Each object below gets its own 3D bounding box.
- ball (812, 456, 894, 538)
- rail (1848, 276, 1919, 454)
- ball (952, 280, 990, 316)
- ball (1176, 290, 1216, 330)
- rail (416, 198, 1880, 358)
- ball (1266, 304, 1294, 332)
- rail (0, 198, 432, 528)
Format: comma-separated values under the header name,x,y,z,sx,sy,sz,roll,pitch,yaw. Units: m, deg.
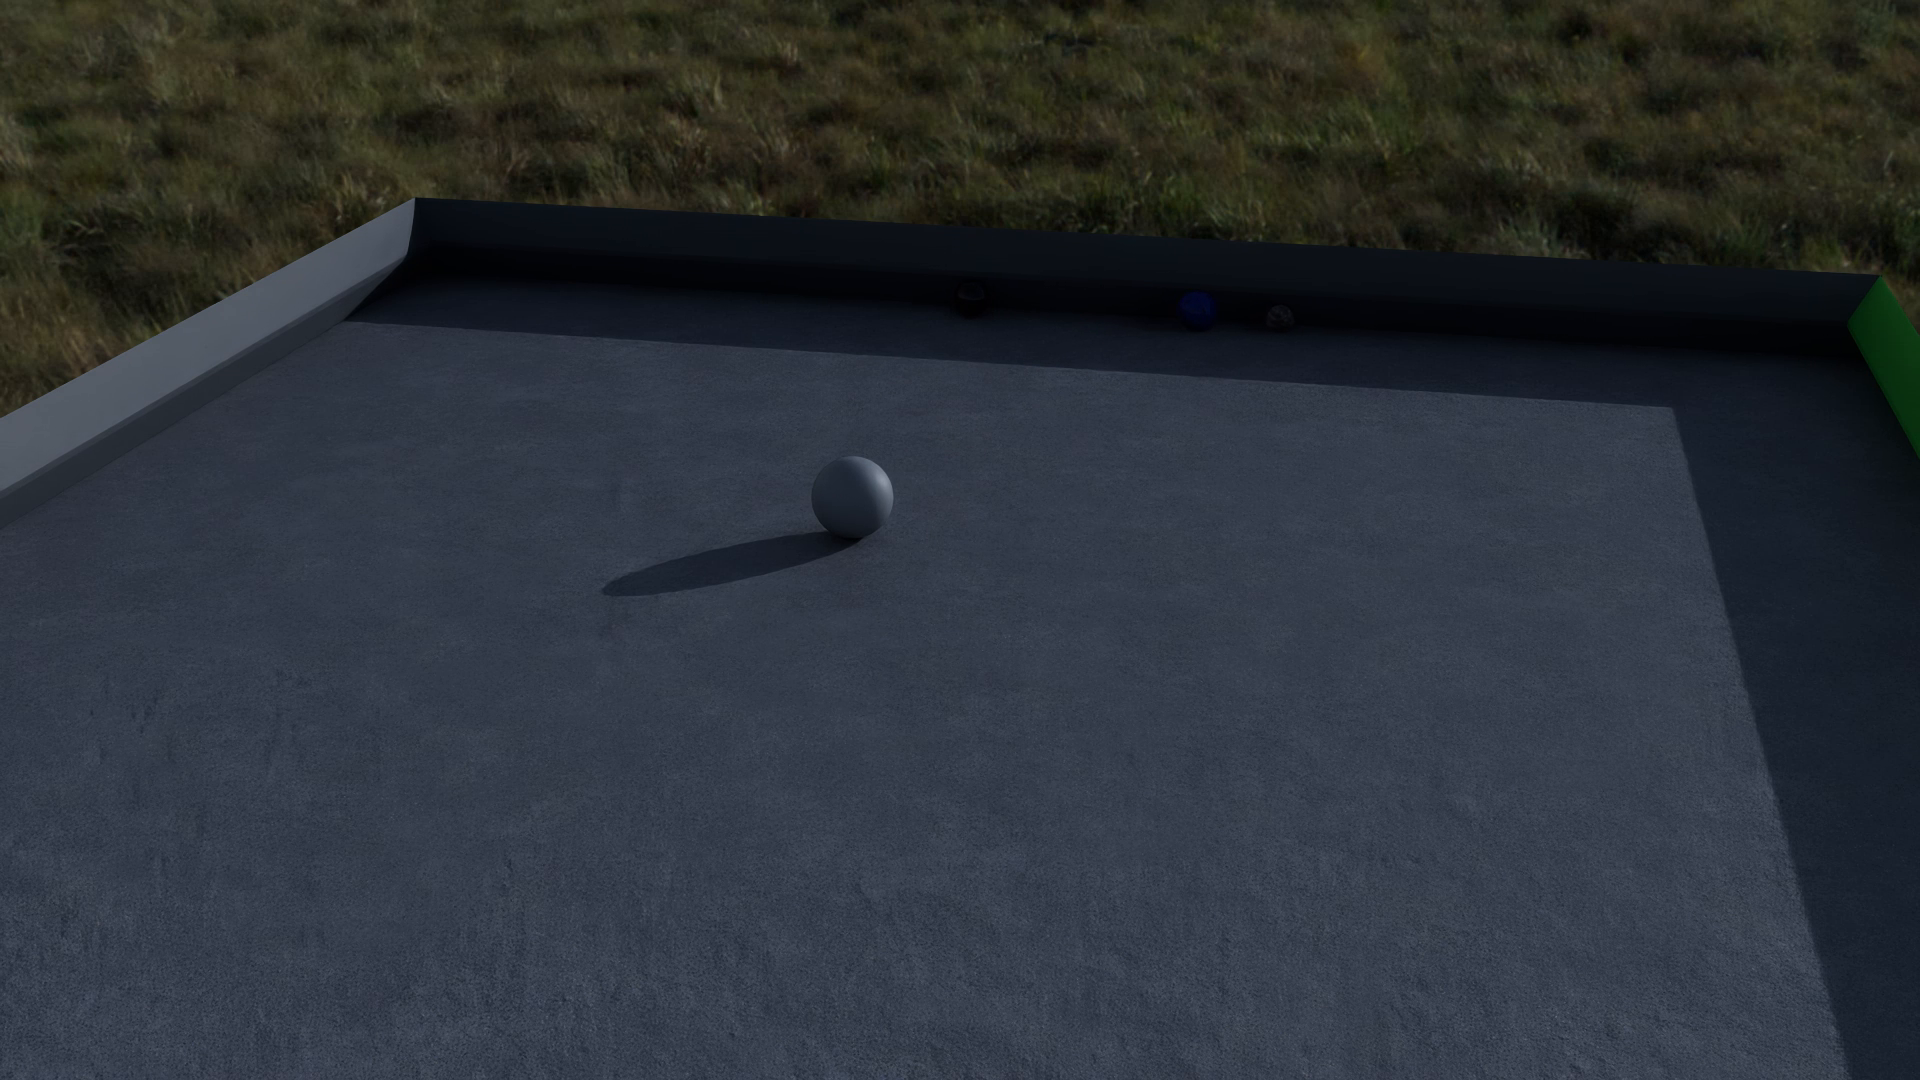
name,x,y,z,sx,sy,sz,roll,pitch,yaw
ball,-0.129,-0.051,2.644,0.099,0.099,0.099,0,22,0
rail,0.899,0.459,1.363,0.045,0.129,4.268,5,23,11
ball,0.018,-0.387,3.512,0.059,0.059,0.059,0,22,0
ball,0.370,-0.358,3.439,0.063,0.063,0.063,0,22,0
rail,0.218,-0.418,3.493,2.342,0.129,0.045,5,23,11
ball,0.500,-0.346,3.435,0.043,0.043,0.043,0,22,0
rail,-1.345,0.276,1.806,0.045,0.129,4.268,5,23,11
